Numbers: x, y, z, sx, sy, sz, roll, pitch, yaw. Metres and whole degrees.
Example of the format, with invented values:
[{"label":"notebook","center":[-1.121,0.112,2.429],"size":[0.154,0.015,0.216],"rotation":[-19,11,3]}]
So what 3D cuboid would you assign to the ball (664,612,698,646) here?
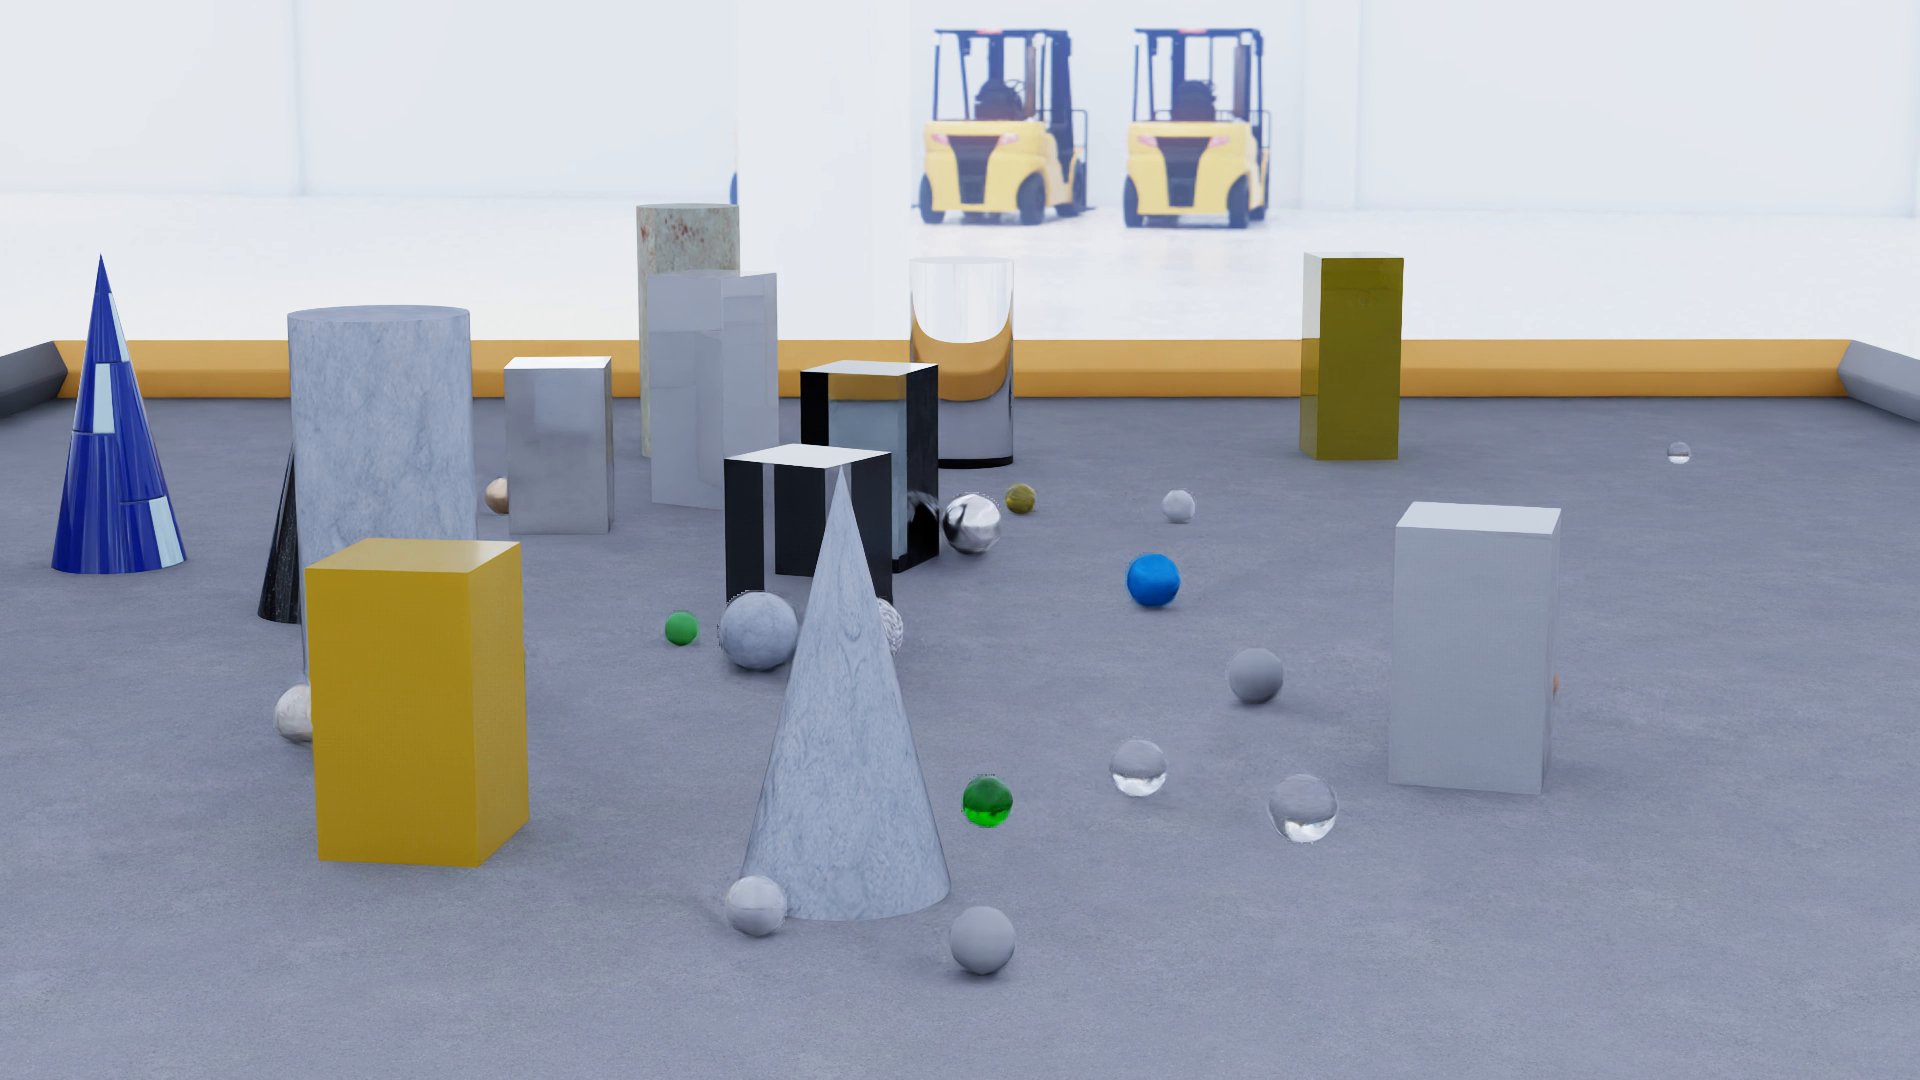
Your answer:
[{"label":"ball","center":[-0.353,0.113,3.247],"size":[0.042,0.042,0.042],"rotation":[0,11,0]}]

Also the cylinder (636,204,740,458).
[{"label":"cylinder","center":[-0.506,-0.393,4.812],"size":[0.192,0.464,0.192],"rotation":[0,11,0]}]

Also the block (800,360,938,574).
[{"label":"block","center":[-0.132,-0.111,3.777],"size":[0.153,0.287,0.153],"rotation":[4,11,21]}]

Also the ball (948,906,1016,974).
[{"label":"ball","center":[0.018,0.324,2.078],"size":[0.054,0.054,0.054],"rotation":[0,11,0]}]

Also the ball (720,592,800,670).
[{"label":"ball","center":[-0.243,0.110,3.113],"size":[0.096,0.096,0.096],"rotation":[0,11,0]}]

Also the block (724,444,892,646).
[{"label":"block","center":[-0.193,0.007,3.289],"size":[0.153,0.234,0.153],"rotation":[6,12,30]}]

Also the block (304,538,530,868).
[{"label":"block","center":[-0.507,0.149,2.413],"size":[0.153,0.276,0.153],"rotation":[2,11,8]}]

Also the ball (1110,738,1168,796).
[{"label":"ball","center":[0.179,0.229,2.579],"size":[0.058,0.058,0.058],"rotation":[0,11,0]}]

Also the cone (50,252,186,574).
[{"label":"cone","center":[-1.243,-0.193,3.754],"size":[0.192,0.458,0.192],"rotation":[0,11,0]}]

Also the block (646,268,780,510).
[{"label":"block","center":[-0.412,-0.256,4.299],"size":[0.153,0.381,0.153],"rotation":[7,12,31]}]

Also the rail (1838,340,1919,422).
[{"label":"rail","center":[1.959,0.030,3.460],"size":[0.045,0.125,4.501],"rotation":[0,11,0]}]

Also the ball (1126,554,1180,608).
[{"label":"ball","center":[0.262,0.055,3.476],"size":[0.072,0.072,0.072],"rotation":[0,11,0]}]

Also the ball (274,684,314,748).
[{"label":"ball","center":[-0.691,0.186,2.719],"size":[0.069,0.069,0.069],"rotation":[0,11,0]}]

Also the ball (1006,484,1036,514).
[{"label":"ball","center":[0.099,-0.066,4.187],"size":[0.050,0.050,0.050],"rotation":[0,11,0]}]

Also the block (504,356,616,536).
[{"label":"block","center":[-0.632,-0.151,4.064],"size":[0.153,0.262,0.153],"rotation":[-1,11,-3]}]

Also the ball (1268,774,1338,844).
[{"label":"ball","center":[0.324,0.254,2.426],"size":[0.065,0.065,0.065],"rotation":[0,11,0]}]

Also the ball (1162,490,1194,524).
[{"label":"ball","center":[0.349,-0.053,4.108],"size":[0.053,0.053,0.053],"rotation":[0,11,0]}]

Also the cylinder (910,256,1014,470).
[{"label":"cylinder","center":[0.003,-0.328,4.718],"size":[0.192,0.371,0.192],"rotation":[0,11,0]}]

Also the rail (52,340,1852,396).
[{"label":"rail","center":[-0.013,-0.375,5.638],"size":[3.965,0.125,0.045],"rotation":[0,11,0]}]

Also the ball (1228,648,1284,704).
[{"label":"ball","center":[0.341,0.156,2.955],"size":[0.064,0.064,0.064],"rotation":[0,11,0]}]

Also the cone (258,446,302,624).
[{"label":"cone","center":[-0.850,-0.101,3.428],"size":[0.192,0.396,0.192],"rotation":[0,11,0]}]

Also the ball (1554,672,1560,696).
[{"label":"ball","center":[0.670,0.165,2.962],"size":[0.043,0.043,0.043],"rotation":[0,11,0]}]

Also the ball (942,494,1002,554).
[{"label":"ball","center":[0.018,-0.023,3.843],"size":[0.091,0.091,0.091],"rotation":[0,11,0]}]

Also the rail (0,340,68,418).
[{"label":"rail","center":[-1.959,0.034,3.438],"size":[0.045,0.125,4.501],"rotation":[0,11,0]}]

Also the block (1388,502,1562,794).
[{"label":"block","center":[0.533,0.108,2.655],"size":[0.153,0.268,0.153],"rotation":[3,11,16]}]

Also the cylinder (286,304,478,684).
[{"label":"cylinder","center":[-0.624,-0.017,2.795],"size":[0.192,0.462,0.192],"rotation":[0,11,0]}]

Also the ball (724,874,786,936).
[{"label":"ball","center":[-0.173,0.309,2.168],"size":[0.051,0.051,0.051],"rotation":[0,11,0]}]

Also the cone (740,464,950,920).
[{"label":"cone","center":[-0.103,0.122,2.267],"size":[0.192,0.383,0.192],"rotation":[0,11,0]}]

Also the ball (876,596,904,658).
[{"label":"ball","center":[-0.114,0.112,3.118],"size":[0.090,0.090,0.090],"rotation":[0,11,0]}]

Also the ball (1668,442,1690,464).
[{"label":"ball","center":[1.321,-0.160,4.714],"size":[0.042,0.042,0.042],"rotation":[0,11,0]}]

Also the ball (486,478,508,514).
[{"label":"ball","center":[-0.740,-0.071,4.166],"size":[0.060,0.060,0.060],"rotation":[0,11,0]}]

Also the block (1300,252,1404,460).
[{"label":"block","center":[0.732,-0.347,4.808],"size":[0.153,0.375,0.153],"rotation":[-1,11,-5]}]

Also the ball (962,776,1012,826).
[{"label":"ball","center":[0.026,0.252,2.478],"size":[0.049,0.049,0.049],"rotation":[0,11,0]}]
